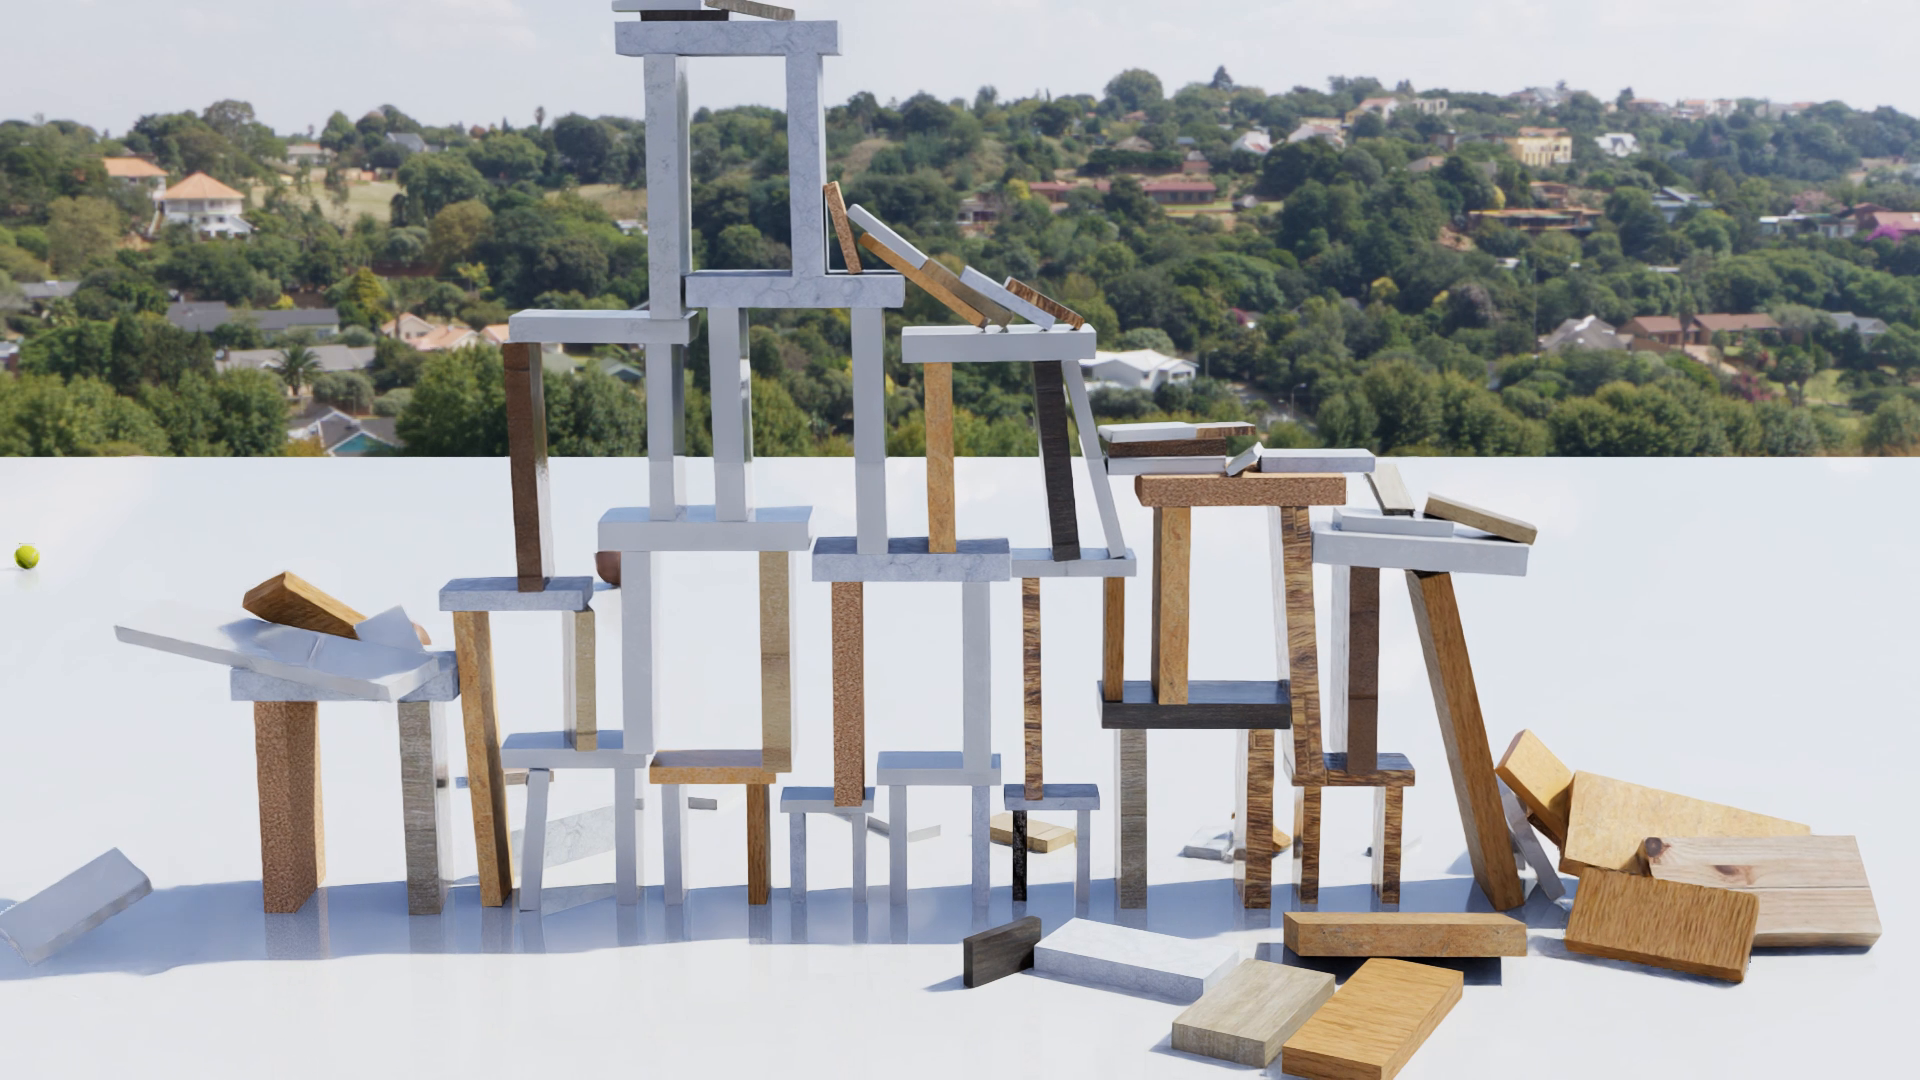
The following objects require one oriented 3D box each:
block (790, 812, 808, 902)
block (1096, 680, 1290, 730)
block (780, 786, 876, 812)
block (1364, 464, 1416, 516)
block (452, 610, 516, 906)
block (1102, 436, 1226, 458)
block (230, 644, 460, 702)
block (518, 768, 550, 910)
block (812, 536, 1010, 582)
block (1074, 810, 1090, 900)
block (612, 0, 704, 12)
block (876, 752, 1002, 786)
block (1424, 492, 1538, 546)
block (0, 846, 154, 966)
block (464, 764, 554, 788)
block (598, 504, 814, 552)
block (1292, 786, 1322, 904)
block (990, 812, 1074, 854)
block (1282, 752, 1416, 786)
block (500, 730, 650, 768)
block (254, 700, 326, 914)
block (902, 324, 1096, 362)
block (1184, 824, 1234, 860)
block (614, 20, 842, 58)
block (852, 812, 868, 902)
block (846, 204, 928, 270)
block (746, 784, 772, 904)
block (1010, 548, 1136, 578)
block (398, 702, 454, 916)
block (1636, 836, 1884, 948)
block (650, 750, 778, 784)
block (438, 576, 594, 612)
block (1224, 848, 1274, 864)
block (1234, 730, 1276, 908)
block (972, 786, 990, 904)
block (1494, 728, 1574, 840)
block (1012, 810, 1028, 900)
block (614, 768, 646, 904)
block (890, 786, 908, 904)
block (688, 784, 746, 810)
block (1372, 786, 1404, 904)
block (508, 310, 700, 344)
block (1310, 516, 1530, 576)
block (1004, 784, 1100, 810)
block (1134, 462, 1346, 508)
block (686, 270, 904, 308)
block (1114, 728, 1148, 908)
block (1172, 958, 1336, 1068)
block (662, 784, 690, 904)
[{"bbox_3d":[-0.268,0.515,3.651,0.022,0.154,0.077,0,11,0],"label":"block"},{"bbox_3d":[0.380,0.270,3.613,0.303,0.043,0.152,0,11,0],"label":"block"},{"bbox_3d":[-0.218,0.429,3.634,0.154,0.022,0.077,0,11,0],"label":"block"},{"bbox_3d":[0.698,-0.083,3.582,0.054,0.015,0.107,1,44,-16],"label":"block"},{"bbox_3d":[-0.782,0.347,3.617,0.033,0.496,0.115,-3,11,0],"label":"block"},{"bbox_3d":[0.329,-0.154,3.548,0.189,0.027,0.095,-1,11,-3],"label":"block"},{"bbox_3d":[-0.986,0.216,3.594,0.355,0.050,0.178,0,11,1],"label":"block"},{"bbox_3d":[-0.703,0.478,3.626,0.033,0.233,0.117,4,10,-13],"label":"block"},{"bbox_3d":[-0.078,0.030,3.565,0.315,0.045,0.157,0,11,0],"label":"block"},{"bbox_3d":[0.203,0.513,3.658,0.022,0.156,0.078,0,11,0],"label":"block"},{"bbox_3d":[-0.469,-0.830,3.411,0.136,0.019,0.068,-1,11,-3],"label":"block"},{"bbox_3d":[-0.034,0.376,3.627,0.203,0.029,0.102,0,11,0],"label":"block"},{"bbox_3d":[0.841,-0.035,3.561,0.179,0.025,0.090,18,10,8],"label":"block"},{"bbox_3d":[-1.376,0.568,3.418,0.104,0.029,0.208,28,47,34],"label":"block"},{"bbox_3d":[-0.885,0.458,4.316,0.167,0.024,0.083,-3,11,-15],"label":"block"},{"bbox_3d":[-0.406,-0.021,3.551,0.332,0.047,0.166,0,11,0],"label":"block"},{"bbox_3d":[0.576,0.491,3.653,0.028,0.201,0.100,0,11,0],"label":"block"},{"bbox_3d":[0.117,0.526,3.952,0.162,0.023,0.081,8,13,38],"label":"block"},{"bbox_3d":[0.641,0.379,3.630,0.201,0.028,0.100,0,11,0],"label":"block"},{"bbox_3d":[-0.629,0.344,3.621,0.233,0.033,0.117,0,11,-3],"label":"block"},{"bbox_3d":[-1.105,0.416,3.632,0.050,0.355,0.178,0,11,0],"label":"block"},{"bbox_3d":[0.060,-0.314,3.505,0.303,0.043,0.152,-1,11,0],"label":"block"},{"bbox_3d":[0.450,0.536,3.908,0.067,0.019,0.134,4,11,22],"label":"block"},{"bbox_3d":[-0.355,-0.778,3.415,0.338,0.048,0.169,0,11,0],"label":"block"},{"bbox_3d":[-0.166,0.515,3.651,0.022,0.154,0.077,0,11,0],"label":"block"},{"bbox_3d":[-0.114,-0.479,3.473,0.144,0.020,0.072,37,8,-3],"label":"block"},{"bbox_3d":[-0.334,0.489,3.648,0.029,0.206,0.103,0,11,0],"label":"block"},{"bbox_3d":[0.181,0.036,3.563,0.203,0.029,0.101,0,11,0],"label":"block"},{"bbox_3d":[-0.879,0.417,3.625,0.050,0.356,0.178,-1,11,-6],"label":"block"},{"bbox_3d":[1.254,0.553,3.458,0.338,0.048,0.169,0,53,-1],"label":"block"},{"bbox_3d":[-0.403,0.373,3.626,0.206,0.029,0.103,0,11,-1],"label":"block"},{"bbox_3d":[-0.718,0.086,3.569,0.229,0.033,0.115,0,11,0],"label":"block"},{"bbox_3d":[0.509,0.547,3.859,0.054,0.015,0.107,6,12,27],"label":"block"},{"bbox_3d":[0.487,0.440,3.645,0.043,0.303,0.152,0,11,0],"label":"block"},{"bbox_3d":[0.035,0.491,3.647,0.029,0.203,0.102,0,11,0],"label":"block"},{"bbox_3d":[0.983,0.418,3.647,0.100,0.200,0.028,-47,3,-39],"label":"block"},{"bbox_3d":[0.099,0.513,3.658,0.022,0.156,0.078,0,11,0],"label":"block"},{"bbox_3d":[-0.547,0.475,3.651,0.033,0.233,0.117,1,11,-1],"label":"block"},{"bbox_3d":[-0.101,0.491,3.647,0.029,0.203,0.102,0,11,0],"label":"block"},{"bbox_3d":[-0.467,0.481,4.198,0.072,0.021,0.145,3,11,17],"label":"block"},{"bbox_3d":[0.709,0.491,3.652,0.028,0.201,0.100,0,11,0],"label":"block"},{"bbox_3d":[-0.562,-0.339,3.490,0.280,0.040,0.140,1,11,0],"label":"block"},{"bbox_3d":[0.730,0.009,3.567,0.340,0.048,0.170,4,10,-1],"label":"block"},{"bbox_3d":[0.151,0.425,3.642,0.156,0.022,0.078,0,11,-1],"label":"block"},{"bbox_3d":[0.448,-0.090,3.543,0.321,0.046,0.161,0,11,0],"label":"block"},{"bbox_3d":[-0.257,-0.399,3.488,0.336,0.048,0.168,0,11,0],"label":"block"},{"bbox_3d":[0.282,0.440,3.645,0.043,0.303,0.152,-1,11,0],"label":"block"},{"bbox_3d":[0.421,0.670,3.131,0.138,0.039,0.276,6,12,29],"label":"block"},{"bbox_3d":[-0.471,0.489,3.649,0.029,0.206,0.103,0,11,0],"label":"block"}]
